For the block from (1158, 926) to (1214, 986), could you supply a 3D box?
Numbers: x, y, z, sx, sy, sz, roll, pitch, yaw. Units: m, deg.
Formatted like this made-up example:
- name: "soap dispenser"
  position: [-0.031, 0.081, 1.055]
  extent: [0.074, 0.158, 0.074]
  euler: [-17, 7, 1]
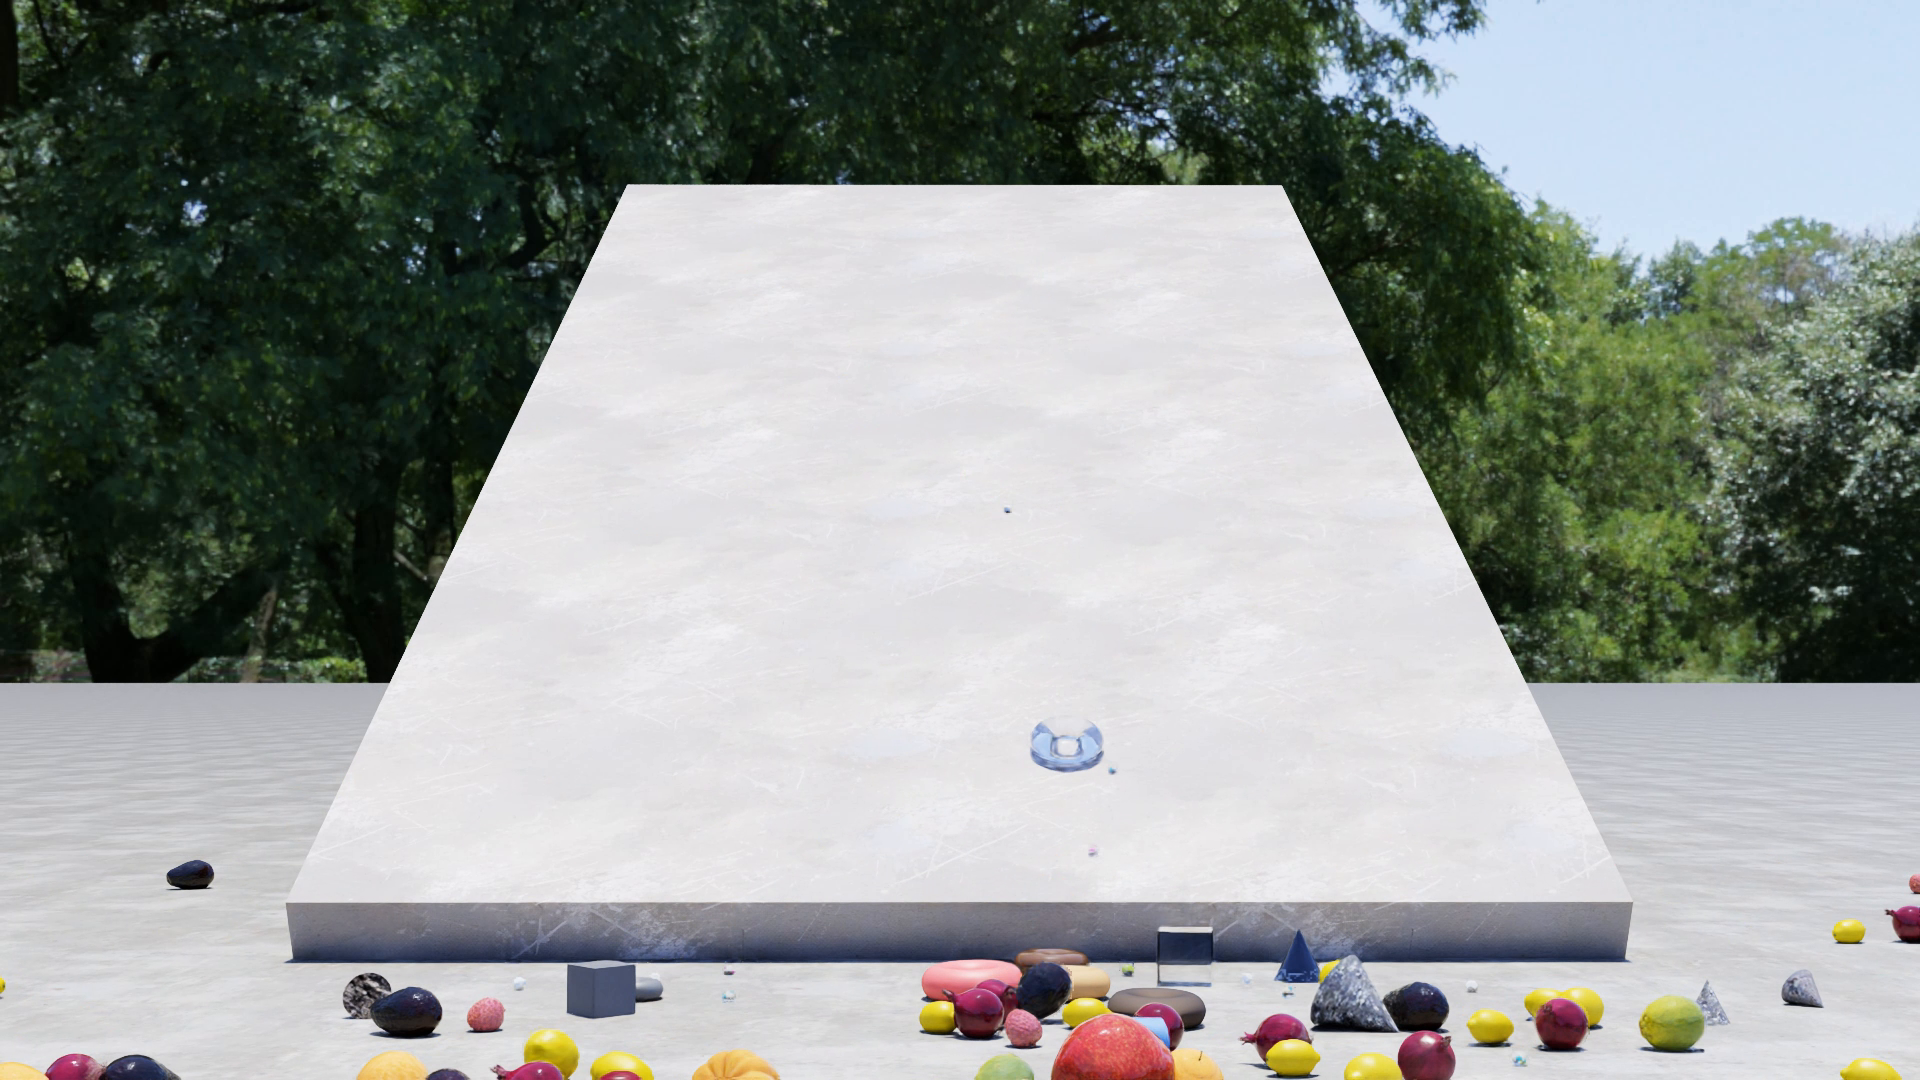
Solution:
- name: "block"
  position: [0.313, 0.576, 3.220]
  extent: [0.073, 0.073, 0.073]
  euler: [-1, -3, 9]

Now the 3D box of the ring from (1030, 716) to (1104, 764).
- name: "ring"
  position: [0.178, 0.332, 3.865]
  extent: [0.123, 0.041, 0.123]
  euler: [1, 23, 0]

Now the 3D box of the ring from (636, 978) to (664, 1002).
- name: "ring"
  position: [-0.429, 0.590, 3.056]
  extent: [0.078, 0.026, 0.078]
  euler: [1, -4, 0]

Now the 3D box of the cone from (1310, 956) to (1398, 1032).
- name: "cone"
  position: [0.489, 0.566, 2.790]
  extent: [0.097, 0.097, 0.097]
  euler: [30, 15, 34]

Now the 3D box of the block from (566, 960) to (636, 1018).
- name: "block"
  position: [-0.451, 0.564, 2.923]
  extent: [0.062, 0.062, 0.062]
  euler: [3, -5, -43]

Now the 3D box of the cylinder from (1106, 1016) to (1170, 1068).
- name: "cylinder"
  position: [0.193, 0.546, 2.530]
  extent: [0.052, 0.052, 0.052]
  euler: [1, -4, -22]

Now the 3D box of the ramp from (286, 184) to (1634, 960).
- name: "ramp"
  position: [-0.008, -0.228, 5.298]
  extent: [2.000, 0.100, 4.000]
  euler: [0, 24, 0]

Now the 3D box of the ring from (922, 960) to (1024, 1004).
- name: "ring"
  position: [0.016, 0.581, 3.057]
  extent: [0.135, 0.045, 0.135]
  euler: [-1, -2, 0]

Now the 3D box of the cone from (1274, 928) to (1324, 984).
- name: "cone"
  position: [0.474, 0.579, 3.250]
  extent: [0.072, 0.072, 0.072]
  euler: [0, -3, 0]

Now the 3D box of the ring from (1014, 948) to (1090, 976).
- name: "ring"
  position: [0.129, 0.599, 3.283]
  extent: [0.108, 0.036, 0.108]
  euler: [1, -4, 0]

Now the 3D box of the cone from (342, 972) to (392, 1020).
- name: "cone"
  position: [-0.737, 0.581, 2.912]
  extent: [0.060, 0.060, 0.060]
  euler: [0, -30, -3]

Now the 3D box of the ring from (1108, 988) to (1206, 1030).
- name: "ring"
  position: [0.238, 0.570, 2.823]
  extent: [0.120, 0.040, 0.120]
  euler: [1, -3, 0]

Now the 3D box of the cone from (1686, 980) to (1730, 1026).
- name: "cone"
  position: [0.916, 0.564, 2.849]
  extent: [0.053, 0.053, 0.053]
  euler: [0, -3, 0]

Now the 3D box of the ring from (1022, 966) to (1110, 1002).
- name: "ring"
  position: [0.140, 0.584, 3.064]
  extent: [0.117, 0.039, 0.117]
  euler: [0, -5, 0]
